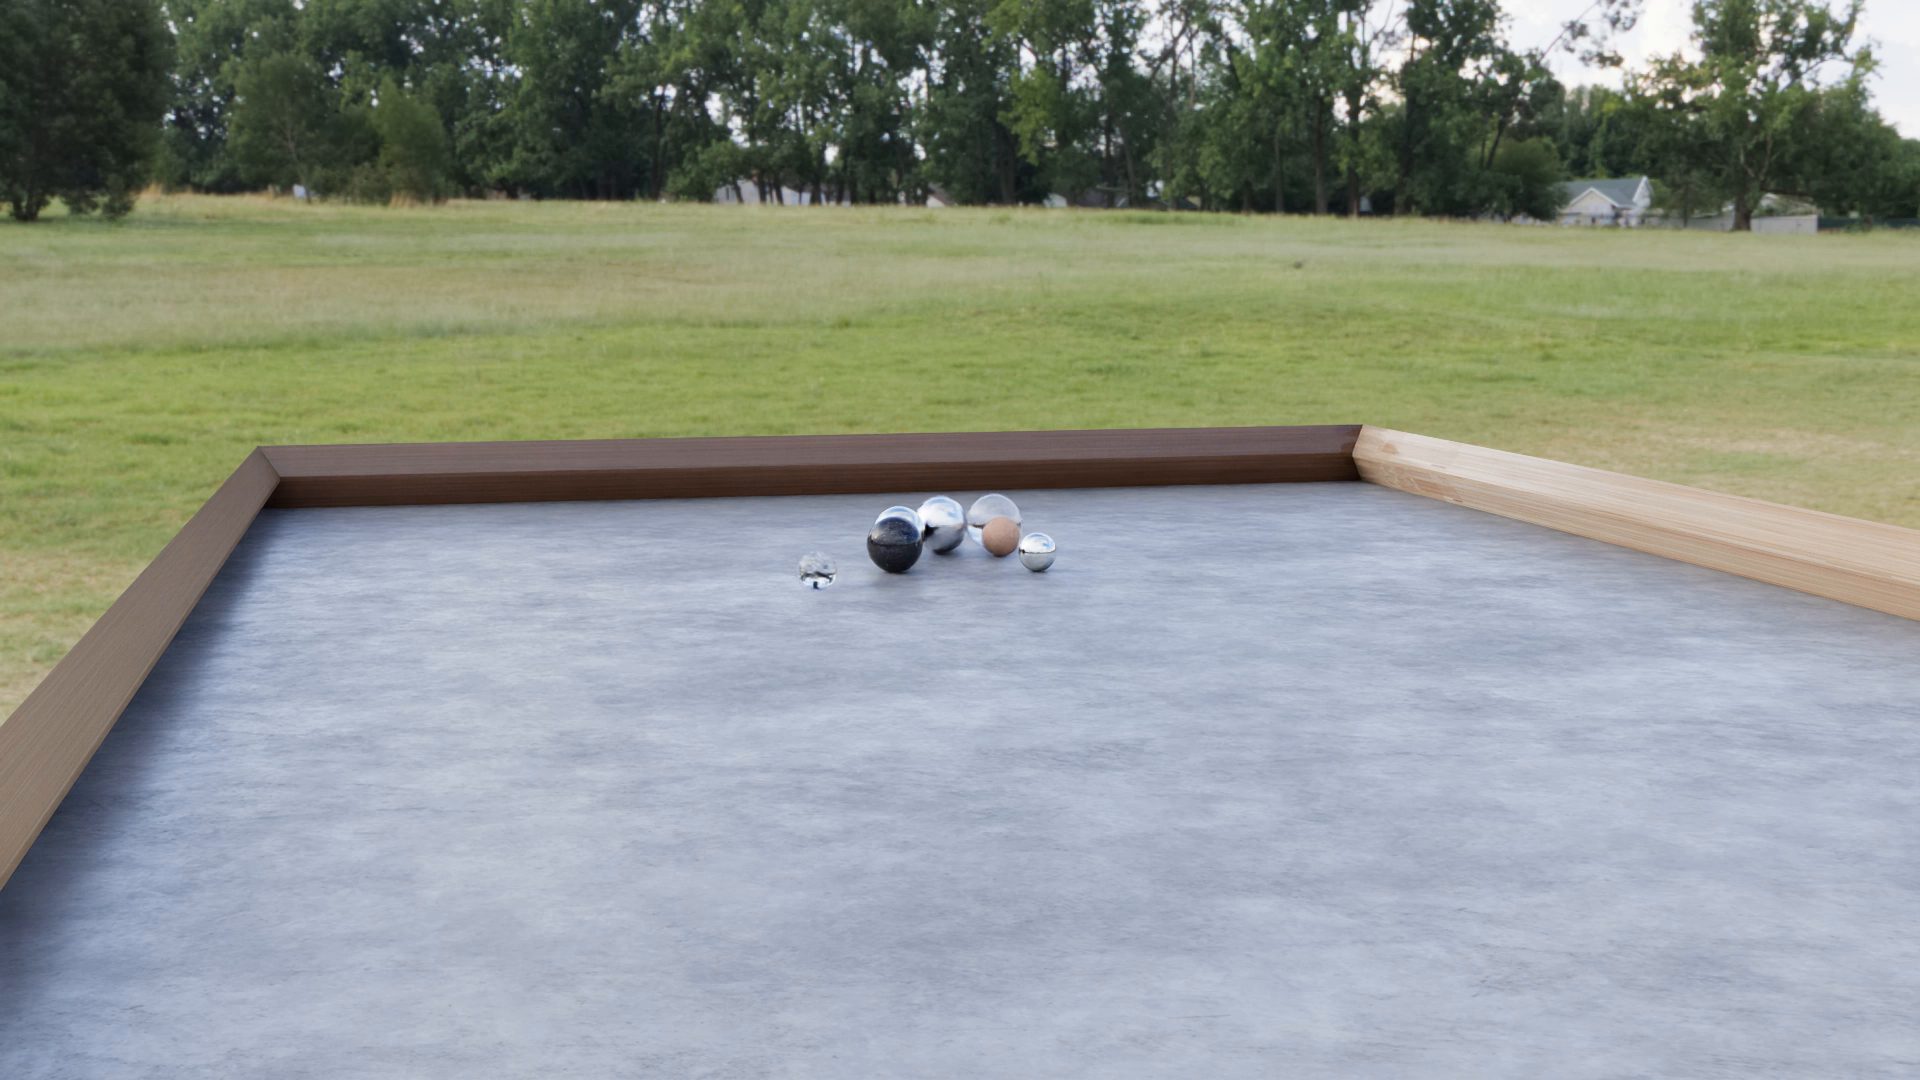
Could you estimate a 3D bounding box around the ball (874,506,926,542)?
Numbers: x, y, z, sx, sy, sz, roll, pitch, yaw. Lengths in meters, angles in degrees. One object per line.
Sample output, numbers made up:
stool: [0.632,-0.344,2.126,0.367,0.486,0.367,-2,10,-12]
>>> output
ball: [-0.103,-0.012,3.721,0.090,0.090,0.090,0,8,0]

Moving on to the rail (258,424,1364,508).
rail: [-0.247,-0.160,4.692,2.396,0.125,0.045,-2,8,-13]

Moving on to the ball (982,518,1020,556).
ball: [0.070,-0.006,3.761,0.067,0.067,0.067,0,8,0]

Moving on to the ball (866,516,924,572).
ball: [-0.106,0.007,3.572,0.092,0.092,0.092,0,8,0]

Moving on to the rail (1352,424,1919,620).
rail: [1.395,0.085,2.850,0.045,0.125,4.416,-2,8,-13]

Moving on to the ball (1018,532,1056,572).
ball: [0.126,0.020,3.584,0.064,0.064,0.064,0,8,0]

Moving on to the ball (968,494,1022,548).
ball: [0.059,-0.031,3.839,0.097,0.097,0.097,0,8,0]

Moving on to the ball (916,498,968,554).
ball: [-0.034,-0.026,3.800,0.096,0.096,0.096,0,8,0]

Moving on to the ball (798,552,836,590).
ball: [-0.220,0.047,3.391,0.060,0.060,0.060,0,8,0]

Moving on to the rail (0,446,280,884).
rail: [-0.891,0.155,2.318,0.045,0.125,4.416,-2,8,-13]
